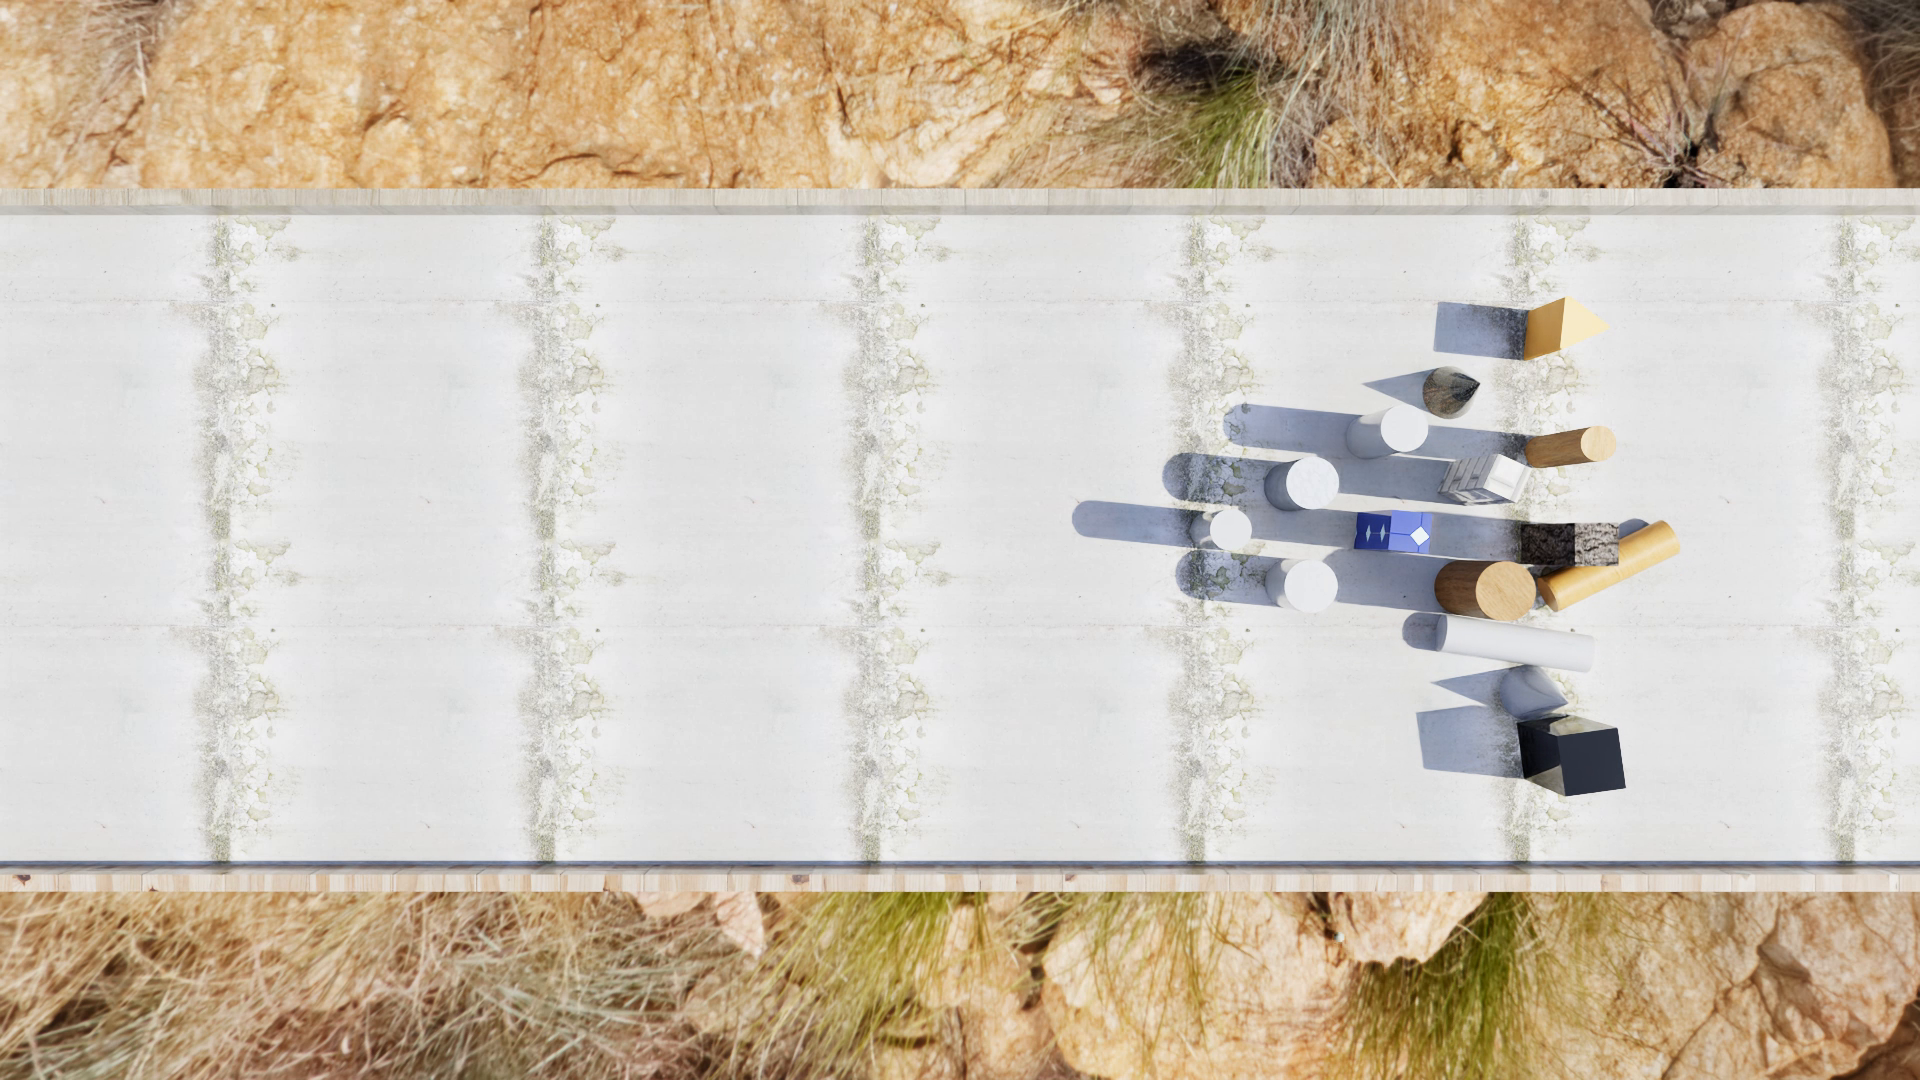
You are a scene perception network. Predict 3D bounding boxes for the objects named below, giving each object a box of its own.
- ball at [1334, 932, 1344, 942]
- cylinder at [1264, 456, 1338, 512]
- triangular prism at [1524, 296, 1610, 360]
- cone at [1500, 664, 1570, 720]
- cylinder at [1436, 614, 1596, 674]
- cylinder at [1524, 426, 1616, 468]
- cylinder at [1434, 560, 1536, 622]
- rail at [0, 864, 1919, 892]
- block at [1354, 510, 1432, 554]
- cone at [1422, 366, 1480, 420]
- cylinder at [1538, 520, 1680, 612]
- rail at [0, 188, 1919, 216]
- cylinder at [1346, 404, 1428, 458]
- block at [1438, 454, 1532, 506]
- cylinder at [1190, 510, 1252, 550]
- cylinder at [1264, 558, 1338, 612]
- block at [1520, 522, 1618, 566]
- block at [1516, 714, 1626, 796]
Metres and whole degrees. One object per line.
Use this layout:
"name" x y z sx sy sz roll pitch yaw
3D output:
"ball" 5.944 6.217 25.851 0.172 0.172 0.172 0 90 0
"cylinder" 1.010 -0.164 4.901 0.151 0.350 0.151 0 90 0
"triangular prism" 1.781 -0.645 4.921 0.154 0.311 0.134 -24 90 0
"cone" 1.749 0.469 4.905 0.172 0.343 0.172 0 90 0
"cylinder" 1.688 0.315 5.018 0.451 0.117 0.117 8 90 0
"cylinder" 1.789 -0.270 4.847 0.100 0.458 0.100 0 90 0
"cylinder" 1.546 0.146 4.876 0.171 0.400 0.171 0 90 0
"rail" -2.247 1.025 5.001 12.000 0.150 0.050 0 90 0
"block" 1.275 -0.024 4.872 0.114 0.408 0.114 6 90 0
"cone" 1.506 -0.453 4.922 0.165 0.309 0.165 0 90 0
"cylinder" 1.973 0.079 5.018 0.409 0.117 0.117 -26 90 0
"rail" -2.247 -1.025 5.002 12.000 0.150 0.050 0 90 0
"cylinder" 1.254 -0.316 4.865 0.133 0.423 0.133 0 90 0
"block" 1.536 -0.173 4.852 0.104 0.449 0.104 24 90 0
"cylinder" 0.767 -0.029 4.873 0.118 0.407 0.118 0 90 0
"cylinder" 1.015 0.134 4.922 0.154 0.308 0.154 0 90 0
"block" 1.788 0.013 4.853 0.123 0.446 0.123 0 90 0
"block" 1.812 0.637 4.904 0.176 0.346 0.176 -8 90 0
